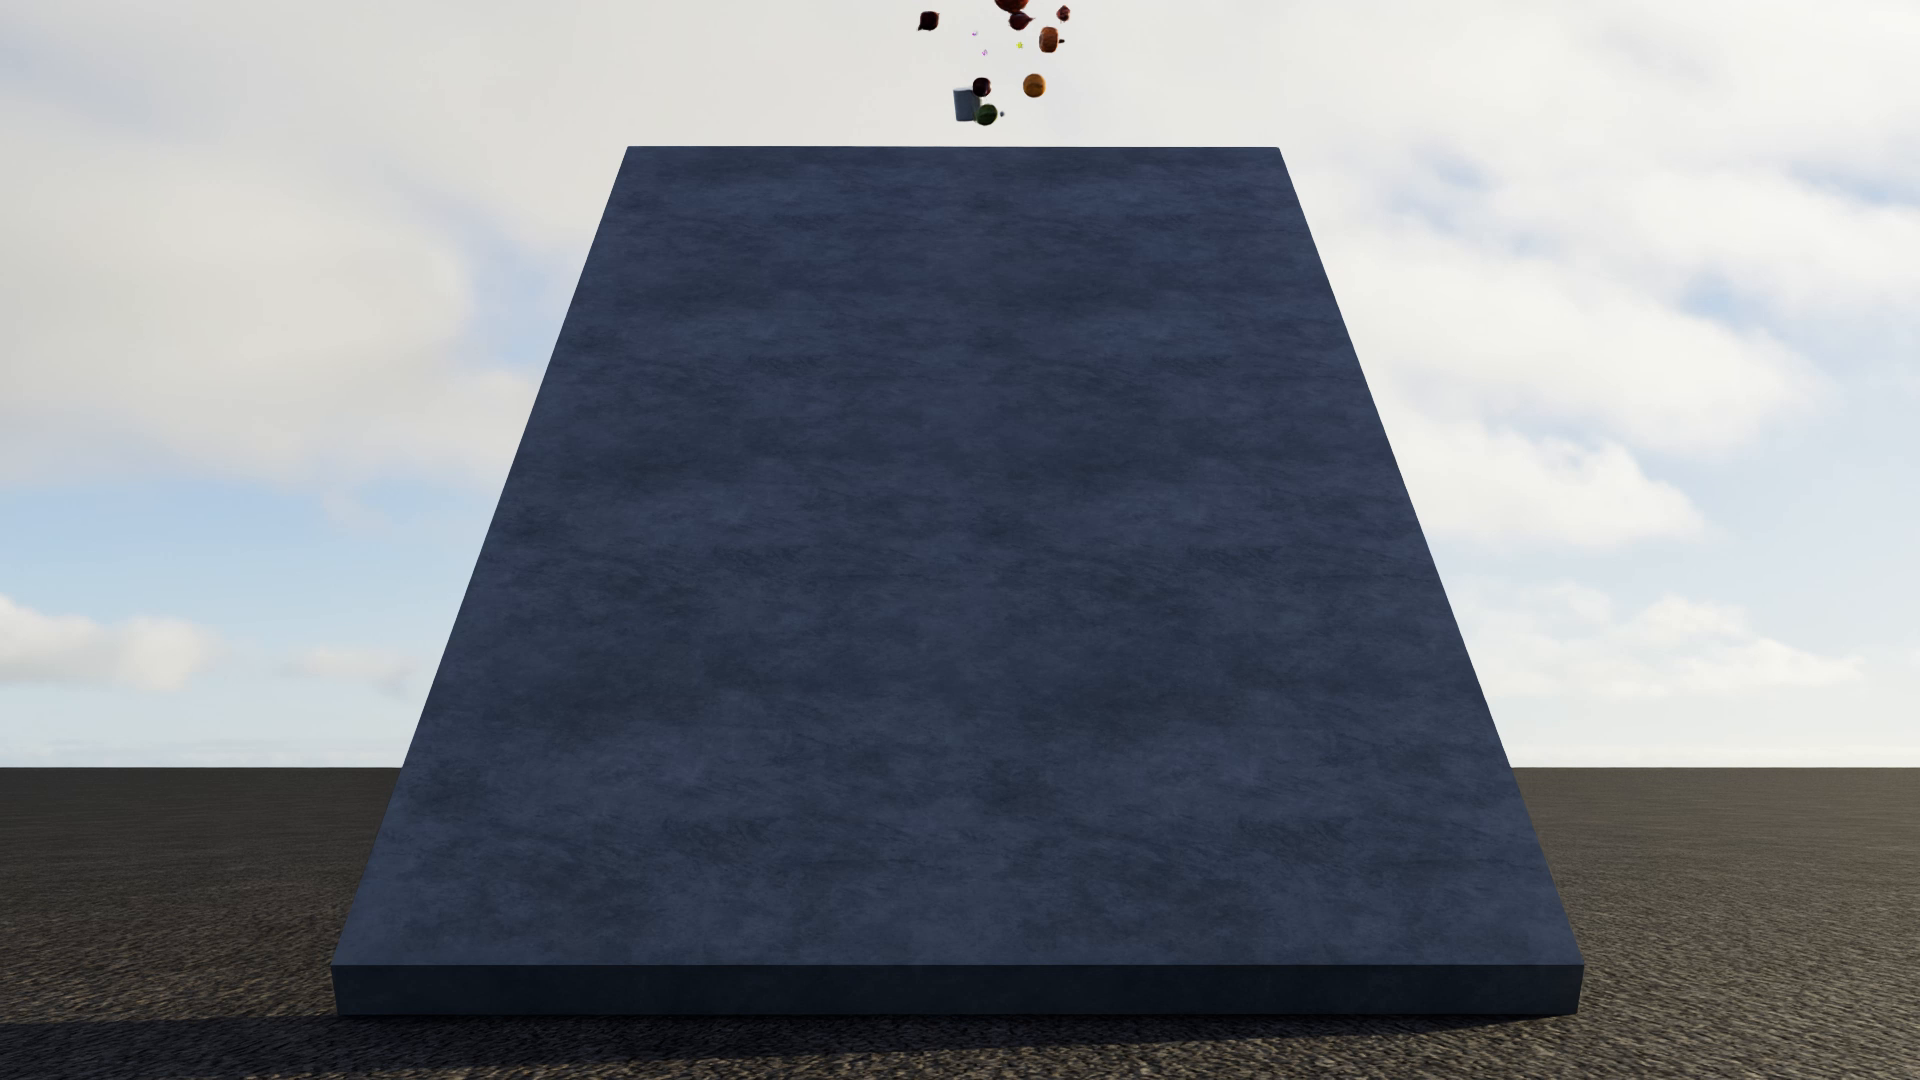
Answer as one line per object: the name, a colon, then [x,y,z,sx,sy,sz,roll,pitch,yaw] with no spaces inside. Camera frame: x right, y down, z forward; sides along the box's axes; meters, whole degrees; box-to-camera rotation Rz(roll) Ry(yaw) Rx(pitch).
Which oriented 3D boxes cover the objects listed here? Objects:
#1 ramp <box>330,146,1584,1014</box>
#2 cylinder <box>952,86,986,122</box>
ramp: [-0.012,-0.222,5.594,2.000,0.100,4.000,0,28,0]
cylinder: [0.028,-1.308,7.159,0.092,0.092,0.092,-6,17,2]
